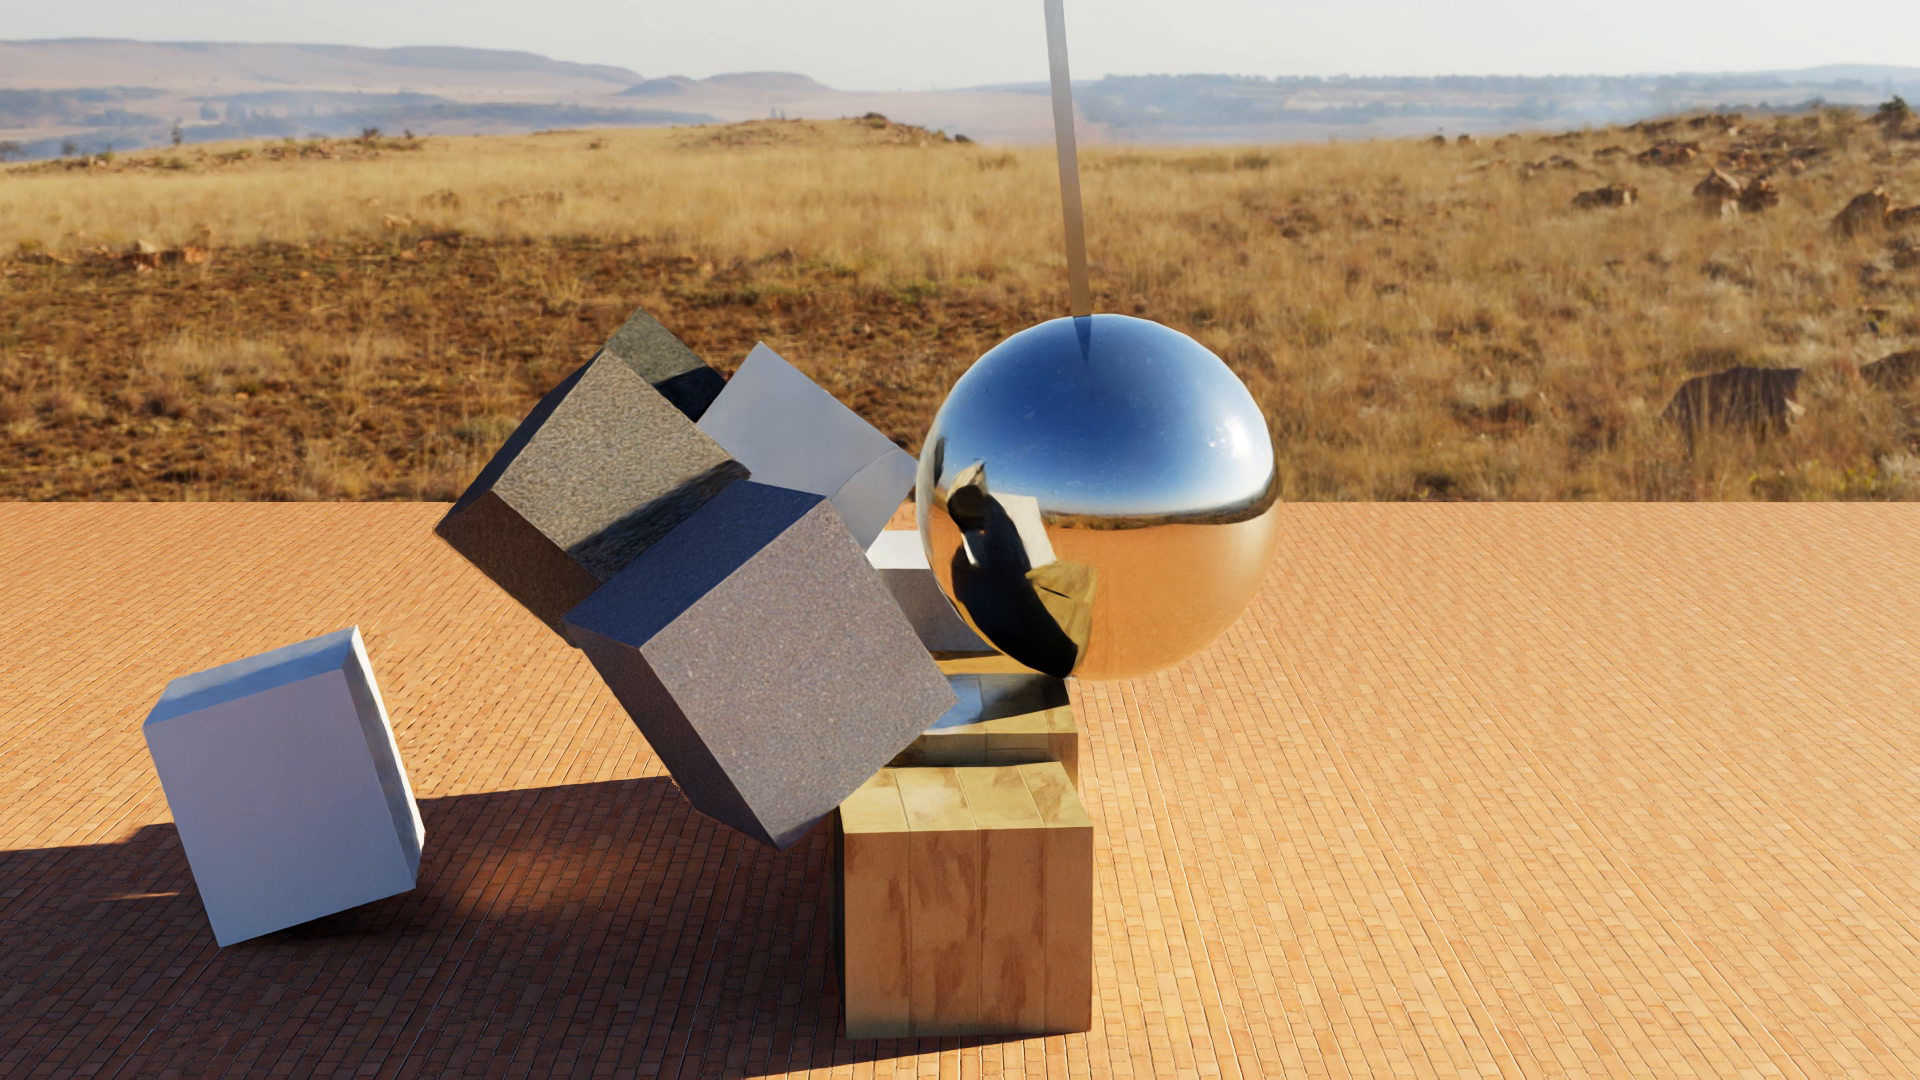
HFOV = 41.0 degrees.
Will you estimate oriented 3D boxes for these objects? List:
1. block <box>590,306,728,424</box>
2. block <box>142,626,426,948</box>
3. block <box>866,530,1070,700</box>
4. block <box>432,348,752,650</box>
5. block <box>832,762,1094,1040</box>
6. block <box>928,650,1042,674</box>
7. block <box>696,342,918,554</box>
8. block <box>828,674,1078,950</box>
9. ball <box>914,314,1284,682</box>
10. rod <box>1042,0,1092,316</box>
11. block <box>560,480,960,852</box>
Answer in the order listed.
[{"bbox_3d":[-1.579,-0.606,12.141,0.645,0.542,0.584,-51,5,-28],"label":"block"},{"bbox_3d":[-2.810,1.015,10.766,0.817,0.972,0.816,-17,12,-6],"label":"block"},{"bbox_3d":[0.004,0.632,12.749,1.040,1.195,1.022,0,10,0],"label":"block"},{"bbox_3d":[-1.527,-0.154,10.601,0.777,0.781,0.873,-55,15,-25],"label":"block"},{"bbox_3d":[-0.008,1.364,9.854,0.913,0.790,0.900,-1,10,-5],"label":"block"},{"bbox_3d":[-0.008,0.998,11.835,0.898,0.801,0.886,0,10,0],"label":"block"},{"bbox_3d":[-0.919,-0.192,12.320,0.987,0.919,0.878,37,-20,-6],"label":"block"},{"bbox_3d":[-0.042,1.125,10.861,1.006,0.901,1.043,0,10,-1],"label":"block"},{"bbox_3d":[0.603,-0.183,11.147,1.600,1.600,1.600,0,10,0],"label":"ball"},{"bbox_3d":[0.261,-3.511,10.542,0.080,5.200,0.080,-6,10,1],"label":"rod"},{"bbox_3d":[-0.776,0.462,9.910,0.911,0.985,0.856,-40,22,-19],"label":"block"}]
